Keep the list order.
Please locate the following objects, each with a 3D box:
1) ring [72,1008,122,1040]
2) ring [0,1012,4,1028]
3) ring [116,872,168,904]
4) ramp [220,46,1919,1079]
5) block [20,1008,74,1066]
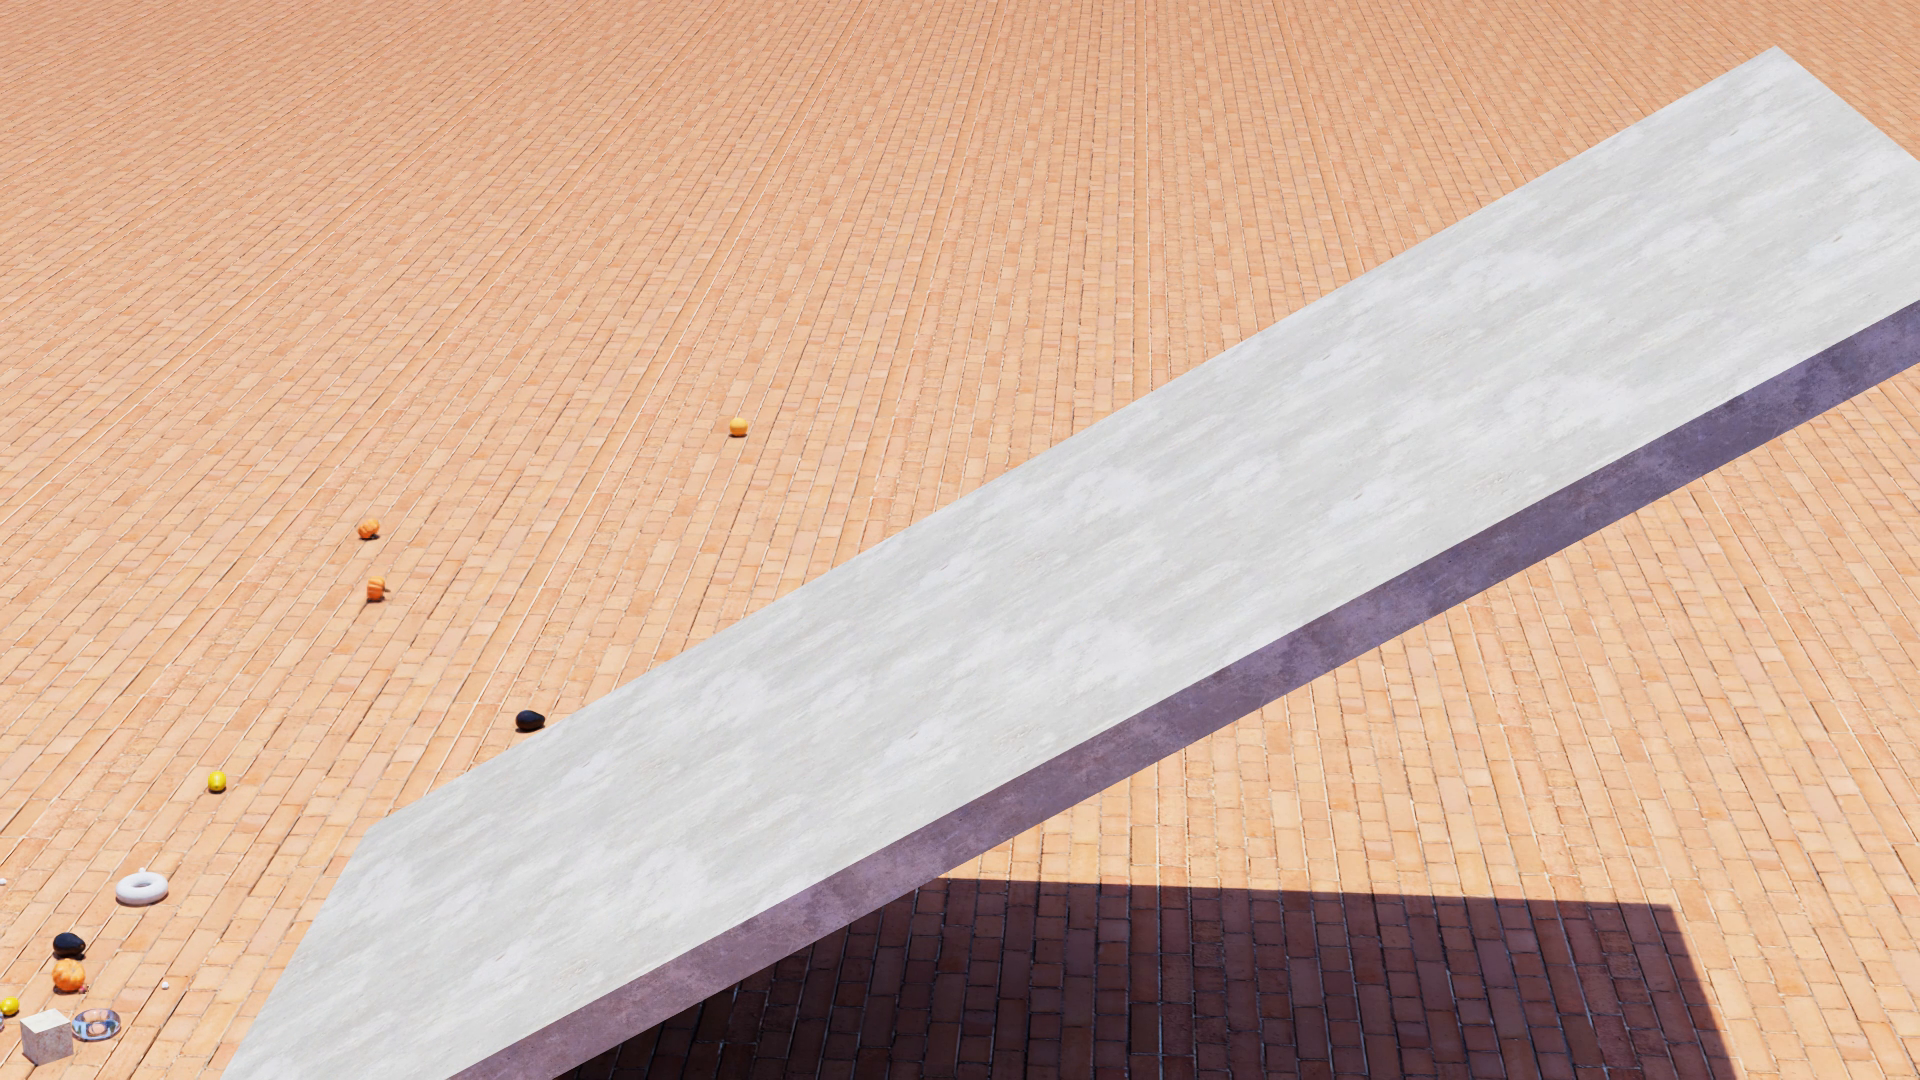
[{"bbox_3d":[-1.991,1.116,6.781,0.111,0.037,0.111,1,18,0],"label":"ring"},{"bbox_3d":[-2.261,1.114,6.787,0.108,0.036,0.108,-1,19,0],"label":"ring"},{"bbox_3d":[-2.071,0.883,7.447,0.131,0.044,0.131,0,20,0],"label":"ring"},{"bbox_3d":[0.142,0.168,6.287,4.000,0.100,2.000,-29,15,12],"label":"ramp"},{"bbox_3d":[-2.072,1.128,6.673,0.084,0.084,0.084,-16,25,-38],"label":"block"}]
